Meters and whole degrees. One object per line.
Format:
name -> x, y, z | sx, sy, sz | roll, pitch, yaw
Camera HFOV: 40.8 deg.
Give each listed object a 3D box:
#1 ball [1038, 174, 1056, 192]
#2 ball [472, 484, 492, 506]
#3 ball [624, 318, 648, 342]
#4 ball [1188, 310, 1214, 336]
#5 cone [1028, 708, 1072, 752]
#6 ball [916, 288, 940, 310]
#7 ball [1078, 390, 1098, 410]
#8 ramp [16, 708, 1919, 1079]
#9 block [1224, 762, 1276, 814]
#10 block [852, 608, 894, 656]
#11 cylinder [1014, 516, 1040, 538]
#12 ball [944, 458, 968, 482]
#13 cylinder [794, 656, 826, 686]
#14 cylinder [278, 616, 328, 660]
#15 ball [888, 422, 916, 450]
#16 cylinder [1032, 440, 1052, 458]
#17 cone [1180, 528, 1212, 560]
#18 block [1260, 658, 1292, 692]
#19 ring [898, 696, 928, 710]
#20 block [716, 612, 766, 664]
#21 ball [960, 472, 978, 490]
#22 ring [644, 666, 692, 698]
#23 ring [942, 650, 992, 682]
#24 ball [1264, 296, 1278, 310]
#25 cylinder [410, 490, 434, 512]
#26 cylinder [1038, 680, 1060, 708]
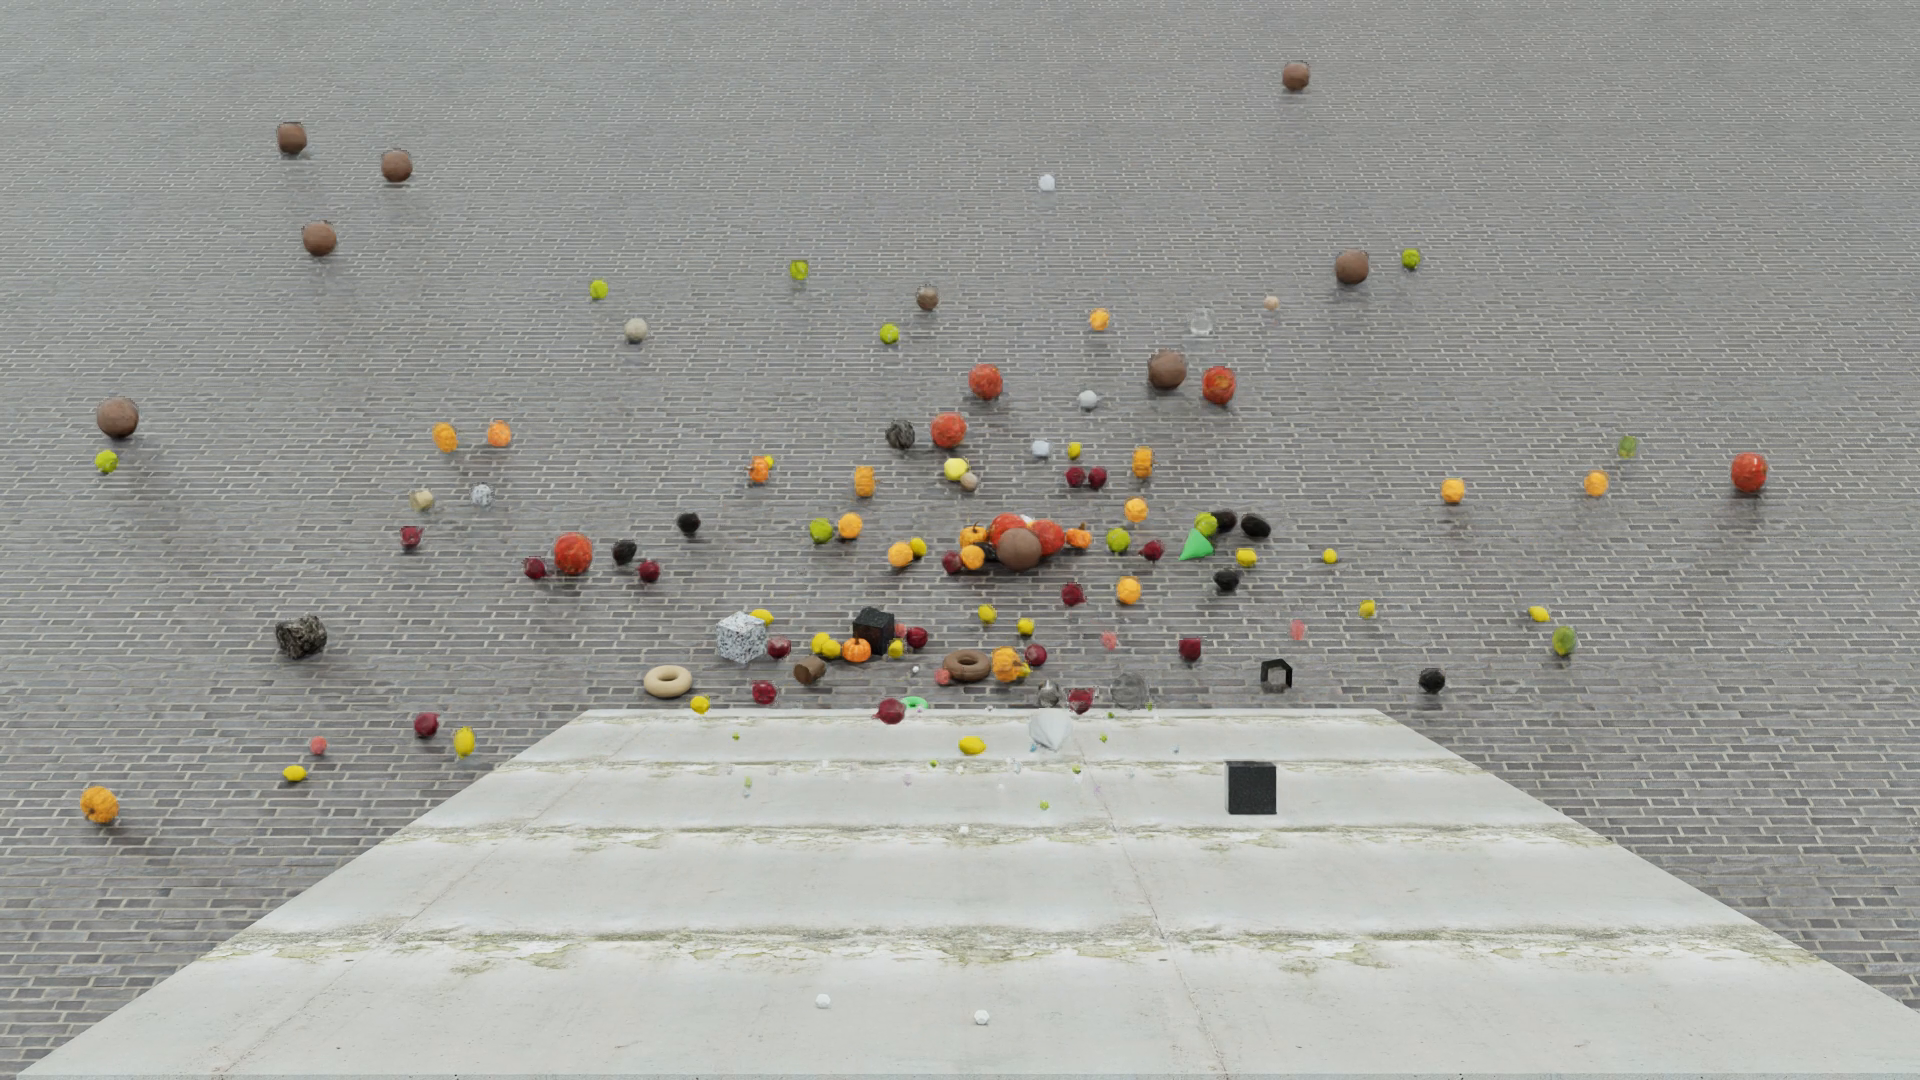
ball -> 0.358, -1.470, 10.623 | 0.068, 0.068, 0.068 | 0, 26, 0
ball -> -1.459, -0.136, 7.872 | 0.065, 0.065, 0.065 | 0, 26, 0
ball -> -1.141, -0.740, 9.094 | 0.086, 0.086, 0.086 | 0, 26, 0
ball -> 0.856, -0.768, 9.146 | 0.092, 0.092, 0.092 | 0, 26, 0
cone -> 0.202, 0.433, 5.597 | 0.097, 0.097, 0.097 | -3, 31, -6
ball -> -0.116, -0.877, 9.379 | 0.084, 0.084, 0.084 | 0, 26, 0
ball -> 0.423, -0.463, 8.547 | 0.065, 0.065, 0.065 | 0, 26, 0
ramp -> 0.059, 0.531, 4.568 | 2.000, 0.100, 4.000 | 0, 1, 0
block -> 0.514, 0.439, 4.566 | 0.084, 0.084, 0.084 | 0, 1, 1
block -> -0.236, 0.252, 7.045 | 0.086, 0.086, 0.086 | 10, 28, 19
cylinder -> 0.199, -0.040, 7.685 | 0.054, 0.054, 0.054 | -21, 33, -37
ball -> -0.013, -0.220, 8.031 | 0.075, 0.075, 0.075 | 0, 26, 0
cylinder -> -0.400, 0.349, 6.875 | 0.060, 0.060, 0.060 | 18, 31, 32
cylinder -> -1.786, 0.265, 7.012 | 0.092, 0.092, 0.092 | 19, 32, 34
ball -> -0.188, -0.333, 8.249 | 0.089, 0.089, 0.089 | 0, 26, 0
cylinder -> 0.261, -0.289, 8.202 | 0.050, 0.050, 0.050 | -4, 22, 27
cone -> 0.674, 0.032, 7.549 | 0.094, 0.094, 0.094 | -39, 39, -14
block -> 0.840, 0.360, 6.851 | 0.061, 0.061, 0.061 | -10, 28, -20
ring -> -0.123, 0.436, 6.732 | 0.082, 0.027, 0.082 | 0, 27, 0
block -> -0.594, 0.265, 7.009 | 0.094, 0.094, 0.094 | 18, 31, 33
ball -> 0.028, -0.182, 7.975 | 0.056, 0.056, 0.056 | 0, 26, 0
ring -> -0.774, 0.375, 6.841 | 0.131, 0.044, 0.131 | -1, 27, 0
ring -> 0.019, 0.336, 6.918 | 0.134, 0.045, 0.134 | 1, 26, -1
ball -> 1.132, -0.861, 9.381 | 0.054, 0.054, 0.054 | 0, 26, 0
cylinder -> -1.638, -0.119, 7.848 | 0.052, 0.052, 0.052 | -22, 33, -36
cylinder -> 0.232, 0.403, 6.769 | 0.055, 0.055, 0.055 | 1, 26, 2
